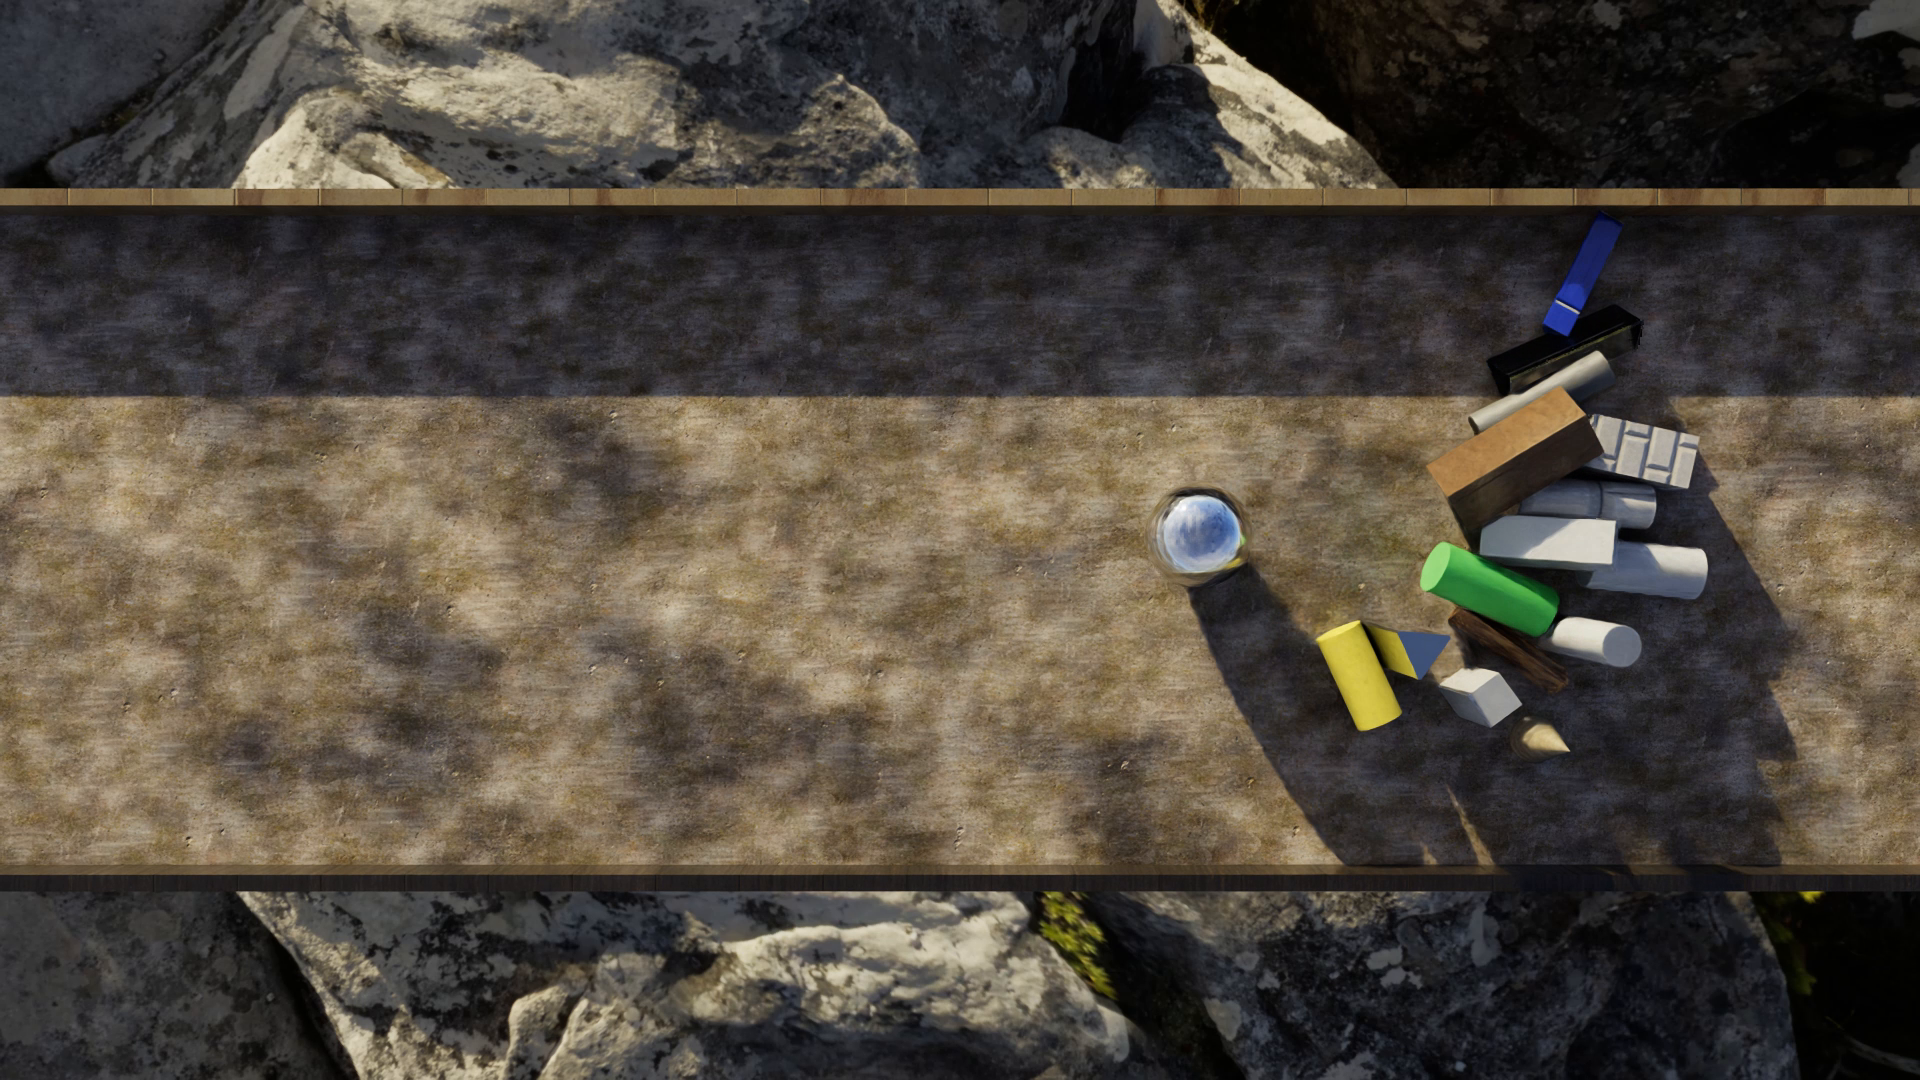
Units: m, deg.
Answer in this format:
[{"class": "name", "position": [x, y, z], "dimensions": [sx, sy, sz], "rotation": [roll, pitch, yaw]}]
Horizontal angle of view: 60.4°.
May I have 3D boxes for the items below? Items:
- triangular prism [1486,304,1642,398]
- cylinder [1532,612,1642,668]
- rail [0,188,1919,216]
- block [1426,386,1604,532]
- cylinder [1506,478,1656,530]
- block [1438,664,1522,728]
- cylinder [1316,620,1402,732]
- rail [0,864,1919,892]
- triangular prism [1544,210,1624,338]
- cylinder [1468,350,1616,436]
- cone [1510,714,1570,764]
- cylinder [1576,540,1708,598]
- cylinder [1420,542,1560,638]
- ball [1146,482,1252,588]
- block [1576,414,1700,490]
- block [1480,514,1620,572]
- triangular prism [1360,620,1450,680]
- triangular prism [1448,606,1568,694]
[{"class": "triangular prism", "position": [1.847, -0.570, 5.008], "dimensions": [0.430, 0.129, 0.149], "rotation": [-24, 90, 0]}, {"class": "cylinder", "position": [1.844, 0.291, 4.871], "dimensions": [0.120, 0.396, 0.120], "rotation": [-1, 93, -9]}, {"class": "rail", "position": [-2.247, -1.025, 5.002], "dimensions": [12.000, 0.150, 0.050], "rotation": [0, 90, 0]}, {"class": "block", "position": [1.650, -0.240, 4.912], "dimensions": [0.449, 0.166, 0.166], "rotation": [-32, 125, 13]}, {"class": "cylinder", "position": [1.882, -0.114, 5.007], "dimensions": [0.408, 0.139, 0.139], "rotation": [4, 90, 0]}, {"class": "block", "position": [1.548, 0.464, 4.924], "dimensions": [0.114, 0.305, 0.114], "rotation": [-36, 90, 0]}, {"class": "cylinder", "position": [1.211, 0.412, 5.005], "dimensions": [0.144, 0.144, 0.301], "rotation": [-25, 90, 0]}, {"class": "rail", "position": [-2.247, 1.025, 5.001], "dimensions": [12.000, 0.150, 0.050], "rotation": [0, 90, 0]}, {"class": "triangular prism", "position": [1.879, -0.813, 5.017], "dimensions": [0.079, 0.091, 0.385], "rotation": [27, 90, -37]}, {"class": "cylinder", "position": [1.758, -0.421, 4.988], "dimensions": [0.417, 0.122, 0.122], "rotation": [-28, 90, 8]}, {"class": "cone", "position": [1.767, 0.612, 4.926], "dimensions": [0.151, 0.302, 0.151], "rotation": [0, 90, 0]}, {"class": "cylinder", "position": [2.063, 0.083, 4.999], "dimensions": [0.335, 0.156, 0.156], "rotation": [6, 90, 0]}, {"class": "cylinder", "position": [1.596, 0.150, 4.973], "dimensions": [0.373, 0.159, 0.159], "rotation": [23, 90, -7]}, {"class": "ball", "position": [0.714, -0.015, 4.919], "dimensions": [0.314, 0.314, 0.314], "rotation": [0, 90, 0]}, {"class": "block", "position": [2.032, -0.265, 4.997], "dimensions": [0.320, 0.159, 0.159], "rotation": [12, 90, 0]}, {"class": "block", "position": [1.759, 0.009, 4.926], "dimensions": [0.372, 0.129, 0.129], "rotation": [4, 79, 27]}, {"class": "triangular prism", "position": [1.278, 0.290, 4.858], "dimensions": [0.129, 0.432, 0.149], "rotation": [35, 90, -3]}, {"class": "triangular prism", "position": [1.685, 0.323, 5.035], "dimensions": [0.394, 0.079, 0.091], "rotation": [36, 90, 0]}]
